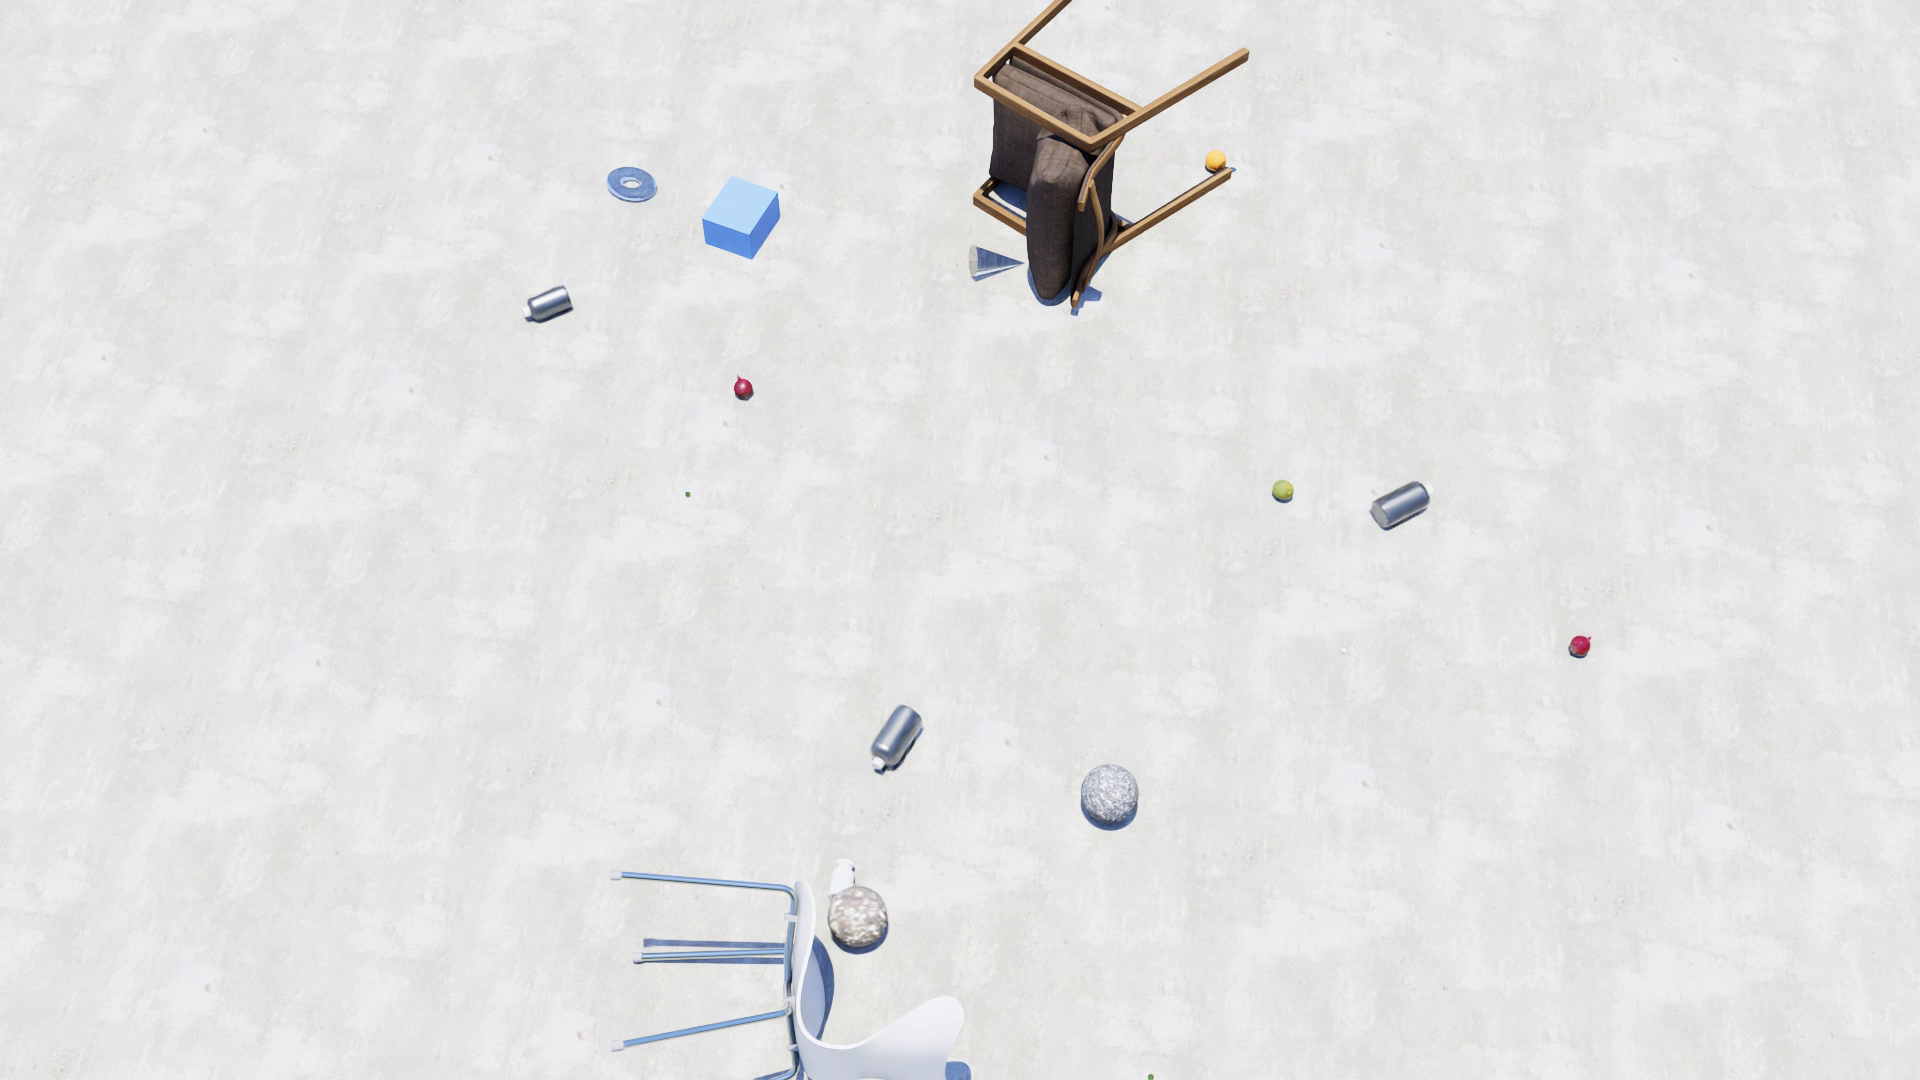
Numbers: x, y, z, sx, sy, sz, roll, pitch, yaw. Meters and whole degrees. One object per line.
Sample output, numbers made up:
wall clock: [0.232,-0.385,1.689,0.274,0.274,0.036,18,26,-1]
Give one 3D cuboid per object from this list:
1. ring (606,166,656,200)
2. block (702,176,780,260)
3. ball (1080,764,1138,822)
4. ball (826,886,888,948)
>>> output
ring: [-1.099,-1.192,7.352,0.178,0.037,0.137,20,58,12]
block: [-0.716,-1.056,7.209,0.173,0.123,0.205,21,59,13]
ball: [0.409,0.693,6.013,0.160,0.160,0.160,0,56,0]
ball: [-0.272,0.994,5.810,0.160,0.160,0.160,0,56,0]
